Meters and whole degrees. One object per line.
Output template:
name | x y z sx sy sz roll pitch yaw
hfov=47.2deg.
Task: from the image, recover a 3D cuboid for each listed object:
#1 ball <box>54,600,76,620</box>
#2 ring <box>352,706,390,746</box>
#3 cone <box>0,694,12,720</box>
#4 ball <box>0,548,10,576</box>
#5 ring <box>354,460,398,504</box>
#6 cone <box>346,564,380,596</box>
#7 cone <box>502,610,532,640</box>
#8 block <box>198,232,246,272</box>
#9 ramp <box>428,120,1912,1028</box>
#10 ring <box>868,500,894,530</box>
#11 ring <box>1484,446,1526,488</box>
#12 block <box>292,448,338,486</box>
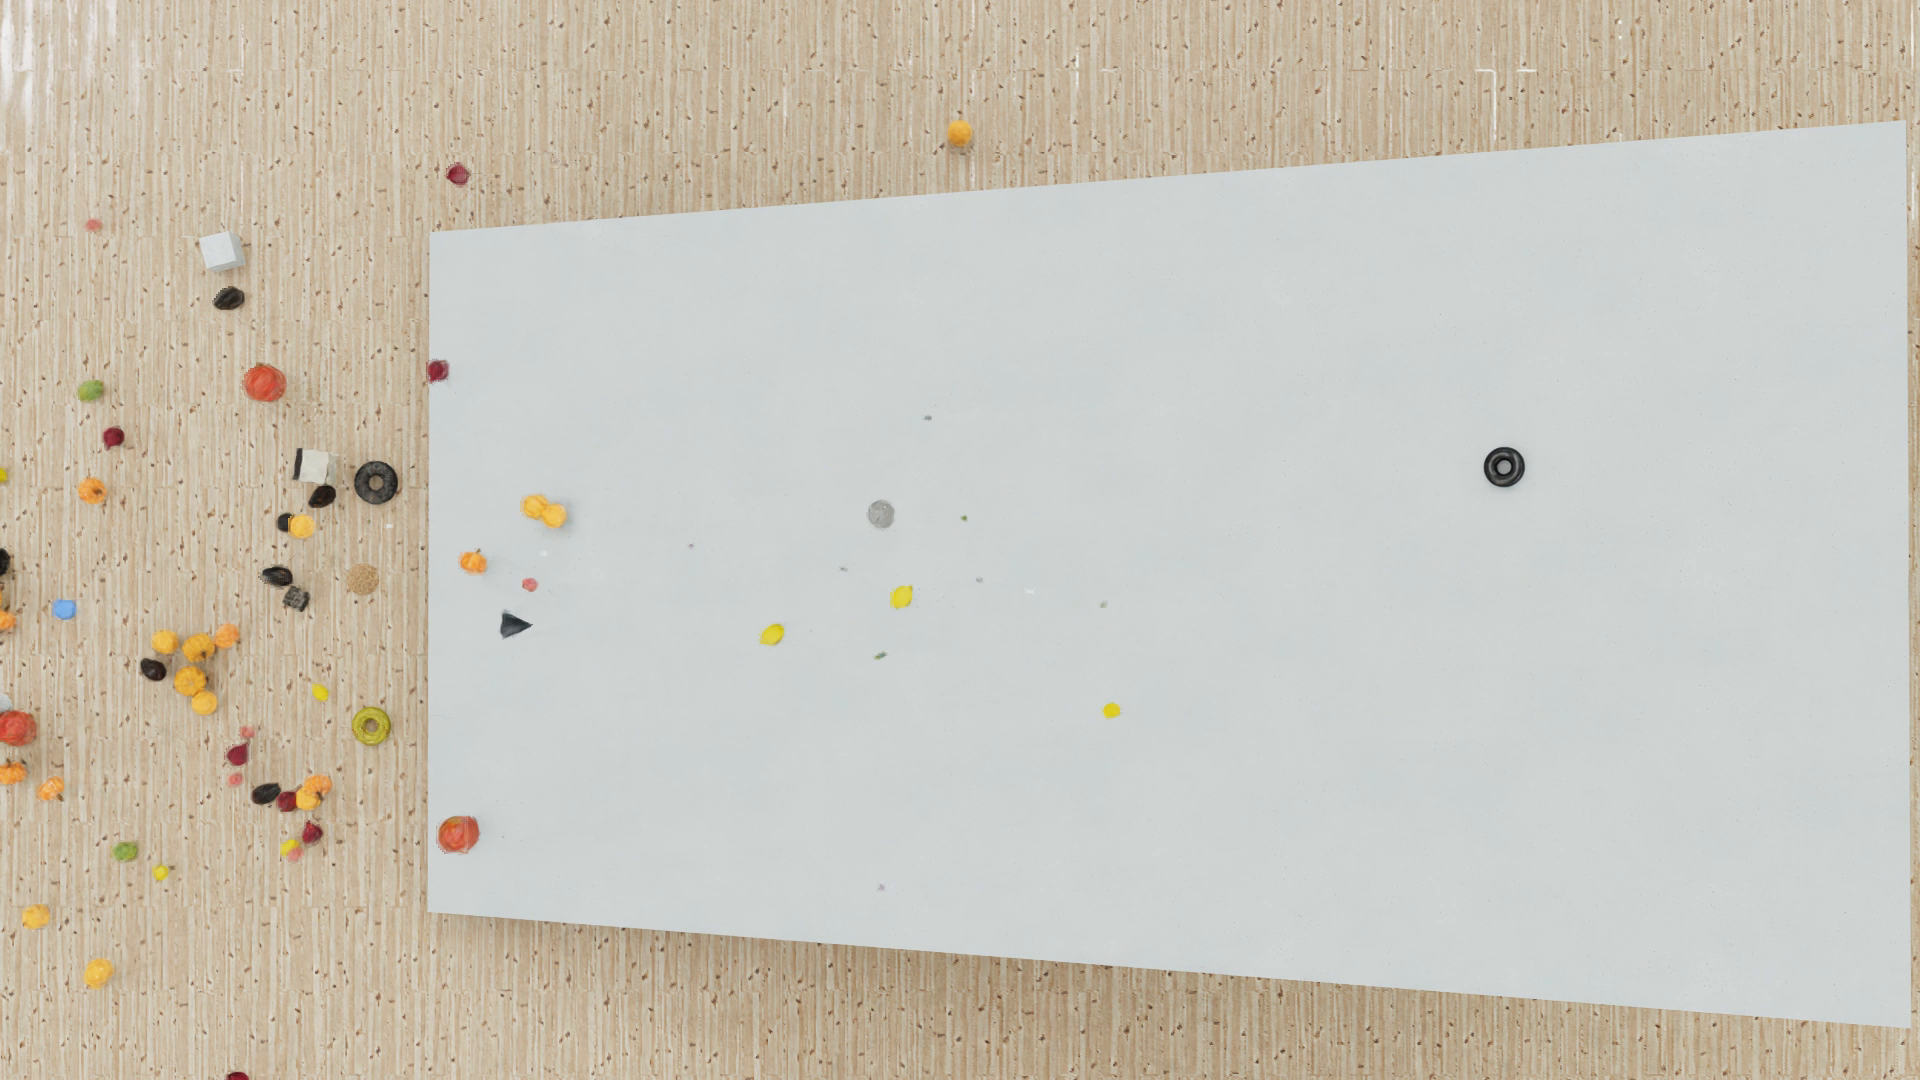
ball | -2.658 0.206 6.532 0.062 0.062 0.062 0 89 0
ring | -1.751 0.553 6.539 0.117 0.039 0.117 0 90 1
cone | -2.865 0.496 6.520 0.078 0.078 0.078 0 89 0
ball | -2.866 0.065 6.516 0.096 0.096 0.096 0 89 0
ring | -1.738 -0.171 6.546 0.131 0.044 0.131 0 89 1
cone | -1.782 0.117 6.515 0.097 0.097 0.097 0 89 0
cone | -1.269 0.245 6.318 0.085 0.085 0.085 2 89 -3
block | -2.190 -0.856 6.530 0.090 0.090 0.090 -15 89 0
ramp | 0.283 0.083 5.704 4.000 0.100 2.000 0 89 24
ring | -0.210 -0.067 5.857 0.078 0.026 0.078 -1 88 25
ring | 1.284 -0.172 5.188 0.098 0.033 0.098 -2 85 25
block | -1.911 -0.217 6.520 0.095 0.095 0.095 8 89 0
